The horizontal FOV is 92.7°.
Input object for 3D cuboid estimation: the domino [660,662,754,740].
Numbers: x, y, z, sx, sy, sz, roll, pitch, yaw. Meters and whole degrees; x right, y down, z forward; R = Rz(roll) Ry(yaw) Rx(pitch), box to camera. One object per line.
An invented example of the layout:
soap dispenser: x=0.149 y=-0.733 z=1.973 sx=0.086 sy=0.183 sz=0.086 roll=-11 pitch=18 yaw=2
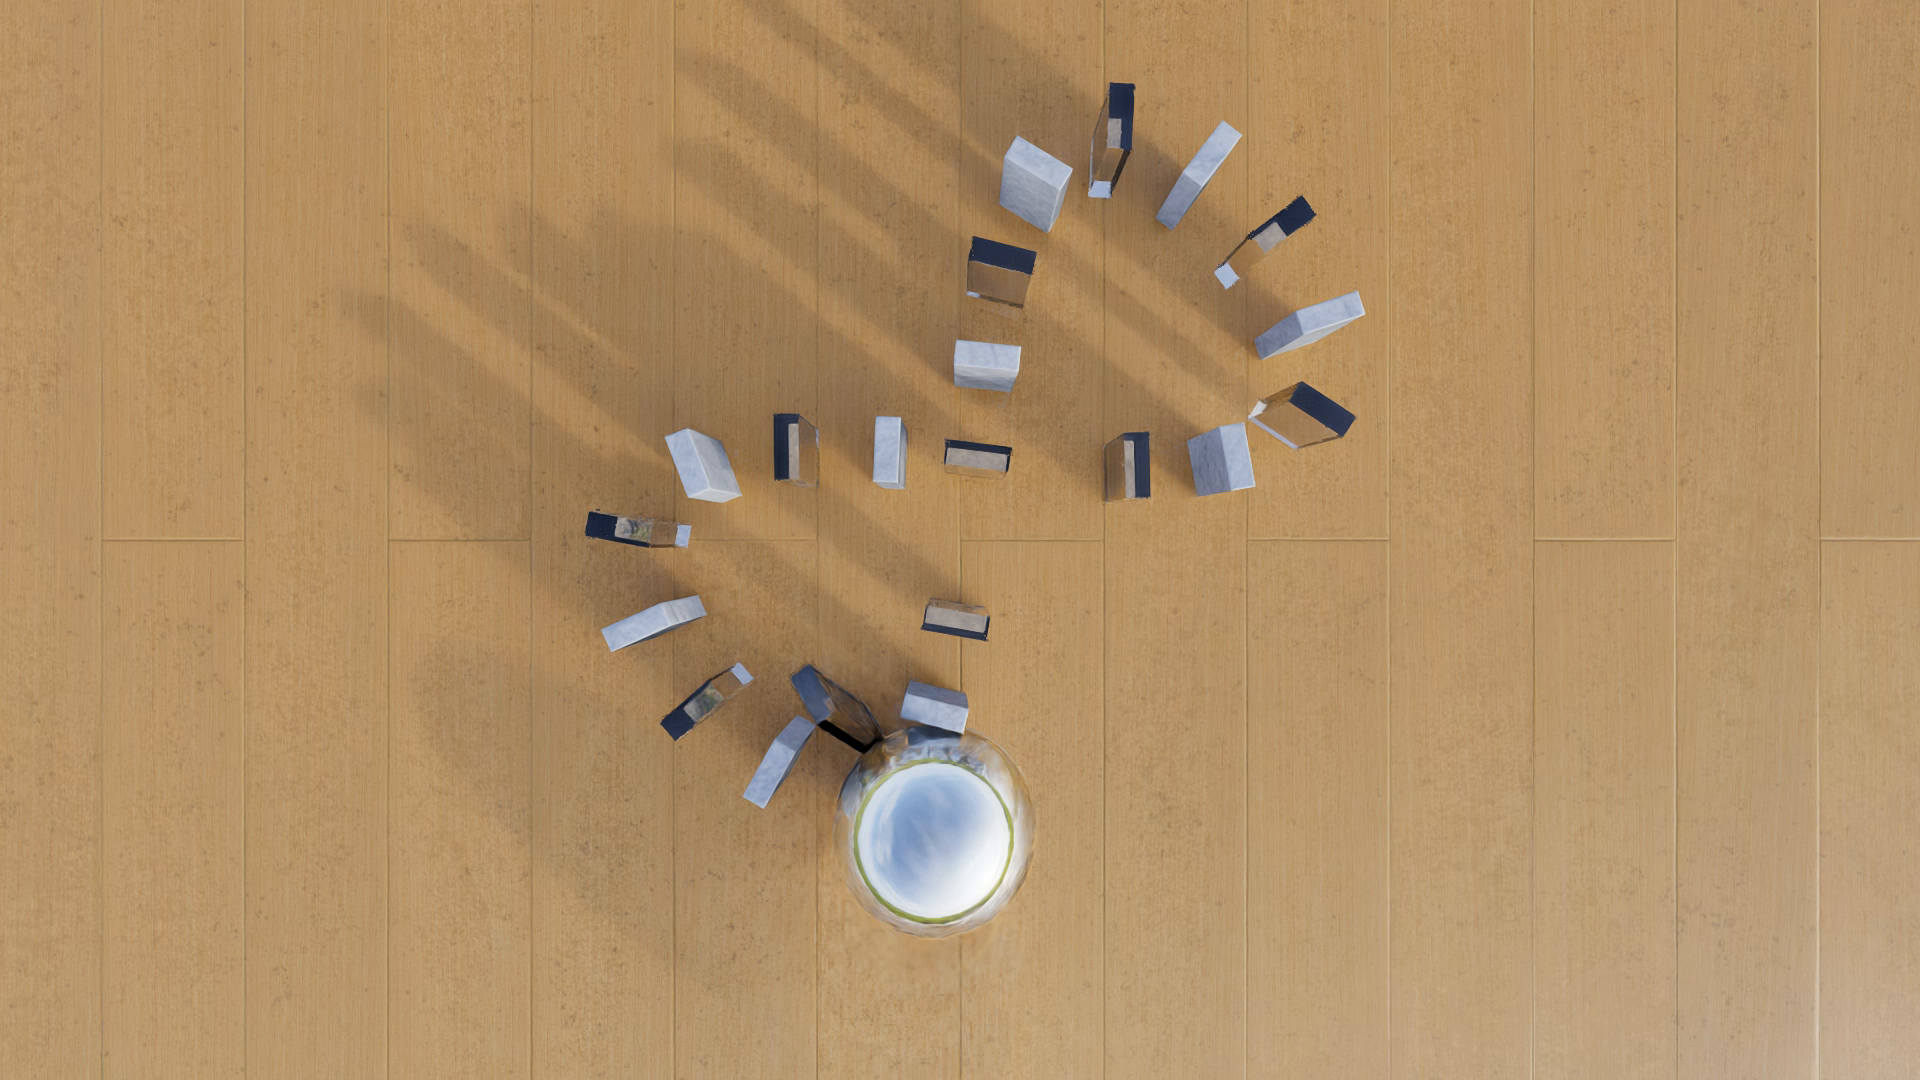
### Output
domino: x=-0.102 y=0.065 z=0.375 sx=0.025 sy=0.050 sz=0.009 roll=-41 pitch=90 yaw=0

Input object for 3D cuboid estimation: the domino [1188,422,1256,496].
domino: x=0.106 y=-0.032 z=0.375 sx=0.009 sy=0.050 sz=0.025 roll=-10 pitch=90 yaw=0

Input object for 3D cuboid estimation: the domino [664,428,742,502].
domino: x=-0.104 y=-0.030 z=0.375 sx=0.010 sy=0.050 sz=0.025 roll=-21 pitch=90 yaw=0

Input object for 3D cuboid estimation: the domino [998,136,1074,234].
domino: x=0.030 y=-0.144 z=0.375 sx=0.025 sy=0.050 sz=0.009 roll=31 pitch=90 yaw=0

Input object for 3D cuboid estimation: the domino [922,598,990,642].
domino: x=-0.001 y=0.032 z=0.375 sx=0.025 sy=0.050 sz=0.010 roll=10 pitch=90 yaw=0

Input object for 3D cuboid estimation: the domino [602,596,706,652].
domino: x=-0.124 y=0.033 z=0.375 sx=0.025 sy=0.050 sz=0.010 roll=-24 pitch=90 yaw=0

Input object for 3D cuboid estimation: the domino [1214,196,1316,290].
domino: x=0.124 y=-0.121 z=0.375 sx=0.025 sy=0.050 sz=0.009 roll=-37 pitch=90 yaw=0

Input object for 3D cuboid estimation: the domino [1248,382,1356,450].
domino: x=0.139 y=-0.050 z=0.375 sx=0.025 sy=0.050 sz=0.009 roll=33 pitch=90 yaw=0

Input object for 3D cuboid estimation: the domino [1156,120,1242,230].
domino: x=0.096 y=-0.148 z=0.375 sx=0.009 sy=0.050 sz=0.025 roll=37 pitch=90 yaw=0

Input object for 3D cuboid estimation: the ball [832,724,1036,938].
ball: x=-0.010 y=0.113 z=0.360 sx=0.080 sy=0.080 sz=0.080 roll=0 pitch=90 yaw=0

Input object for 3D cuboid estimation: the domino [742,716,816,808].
domino: x=-0.073 y=0.089 z=0.375 sx=0.009 sy=0.050 sz=0.025 roll=29 pitch=90 yaw=0

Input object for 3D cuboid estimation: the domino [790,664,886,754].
domino: x=-0.047 y=0.071 z=0.372 sx=0.009 sy=0.050 sz=0.025 roll=-39 pitch=53 yaw=-1

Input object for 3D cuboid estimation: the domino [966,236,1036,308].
domino: x=0.016 y=-0.109 z=0.375 sx=0.025 sy=0.050 sz=0.010 roll=14 pitch=90 yaw=0

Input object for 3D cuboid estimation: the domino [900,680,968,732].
domino: x=-0.010 y=0.068 z=0.375 sx=0.025 sy=0.050 sz=0.010 roll=14 pitch=87 yaw=0

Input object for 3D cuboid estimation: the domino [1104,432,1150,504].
domino: x=0.068 y=-0.029 z=0.375 sx=0.009 sy=0.050 sz=0.025 roll=-2 pitch=90 yaw=0

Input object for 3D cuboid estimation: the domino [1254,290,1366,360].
domino: x=0.142 y=-0.087 z=0.375 sx=0.025 sy=0.050 sz=0.010 roll=-19 pitch=90 yaw=0

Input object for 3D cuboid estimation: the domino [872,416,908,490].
domino: x=-0.028 y=-0.035 z=0.375 sx=0.009 sy=0.050 sz=0.025 roll=3 pitch=90 yaw=0

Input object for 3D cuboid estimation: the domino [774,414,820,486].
domino: x=-0.066 y=-0.036 z=0.375 sx=0.009 sy=0.050 sz=0.025 roll=-1 pitch=90 yaw=0

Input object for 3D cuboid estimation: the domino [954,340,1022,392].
domino: x=0.010 y=-0.071 z=0.375 sx=0.025 sy=0.050 sz=0.009 roll=6 pitch=90 yaw=0

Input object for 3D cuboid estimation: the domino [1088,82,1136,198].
domino: x=0.062 y=-0.162 z=0.375 sx=0.009 sy=0.050 sz=0.025 roll=3 pitch=90 yaw=0

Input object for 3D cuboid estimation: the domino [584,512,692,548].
domino: x=-0.130 y=-0.004 z=0.375 sx=0.025 sy=0.050 sz=0.009 roll=11 pitch=90 yaw=0

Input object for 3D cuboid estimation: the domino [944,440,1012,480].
domino: x=0.007 y=-0.032 z=0.375 sx=0.025 sy=0.050 sz=0.009 roll=7 pitch=90 yaw=0
